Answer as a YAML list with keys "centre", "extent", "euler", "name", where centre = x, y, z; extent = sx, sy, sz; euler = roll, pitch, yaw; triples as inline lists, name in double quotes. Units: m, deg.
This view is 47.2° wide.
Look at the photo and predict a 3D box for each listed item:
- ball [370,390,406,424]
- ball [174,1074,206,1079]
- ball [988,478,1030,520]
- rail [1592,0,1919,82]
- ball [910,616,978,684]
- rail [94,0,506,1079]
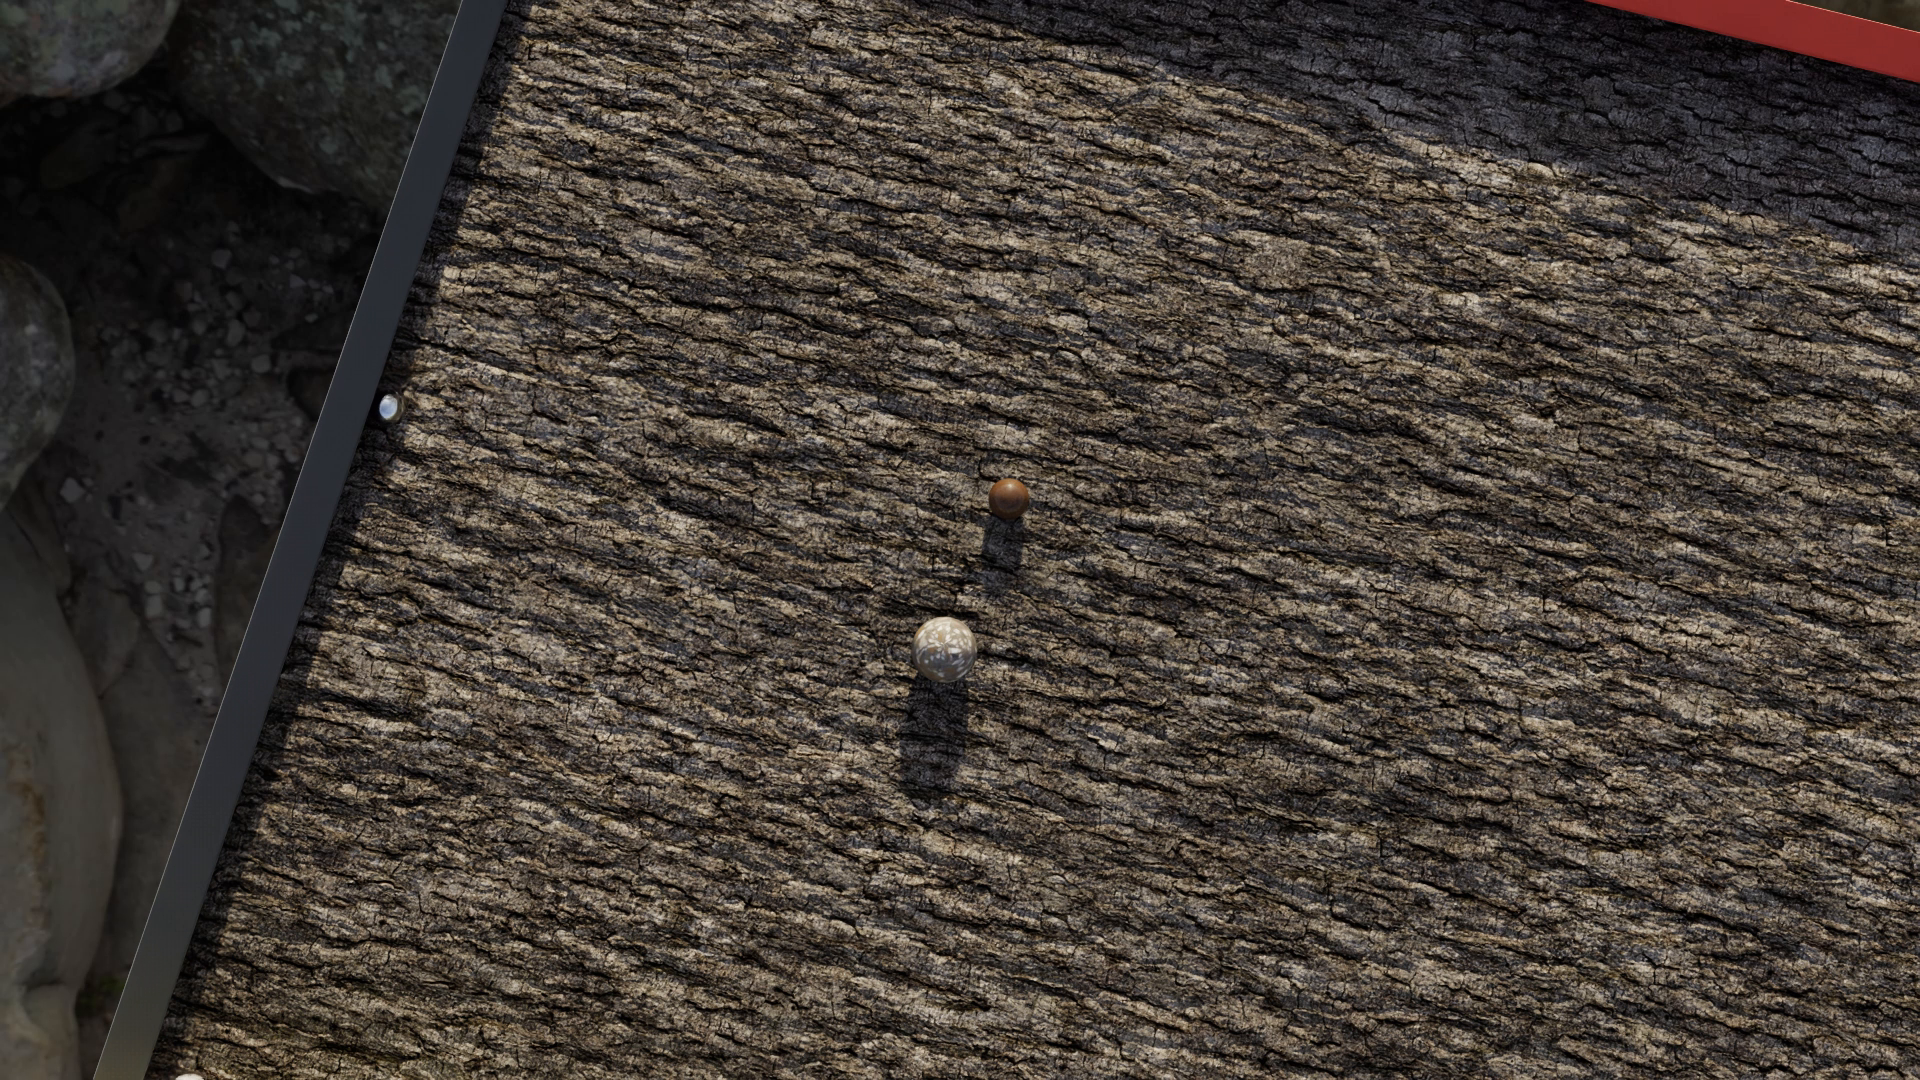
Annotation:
- centre: [-0.875, -0.203, 3.359]
  extent: [0.053, 0.053, 0.053]
  euler: [0, 78, 0]
  name: "ball"
- centre: [-1.102, 0.794, 3.141]
  extent: [0.063, 0.063, 0.063]
  euler: [0, 78, 0]
  name: "ball"
- centre: [0.074, -0.062, 3.324]
  extent: [0.063, 0.063, 0.063]
  euler: [0, 78, 0]
  name: "ball"
- centre: [1.214, -0.812, 3.449]
  extent: [3.832, 0.128, 0.045]
  euler: [15, 78, 3]
  name: "rail"
- centre: [-0.023, 0.163, 3.257]
  extent: [0.099, 0.099, 0.099]
  euler: [0, 78, 0]
  name: "ball"
- centre: [-0.902, -0.244, 3.328]
  extent: [0.045, 0.128, 2.270]
  euler: [15, 78, 3]
  name: "rail"
